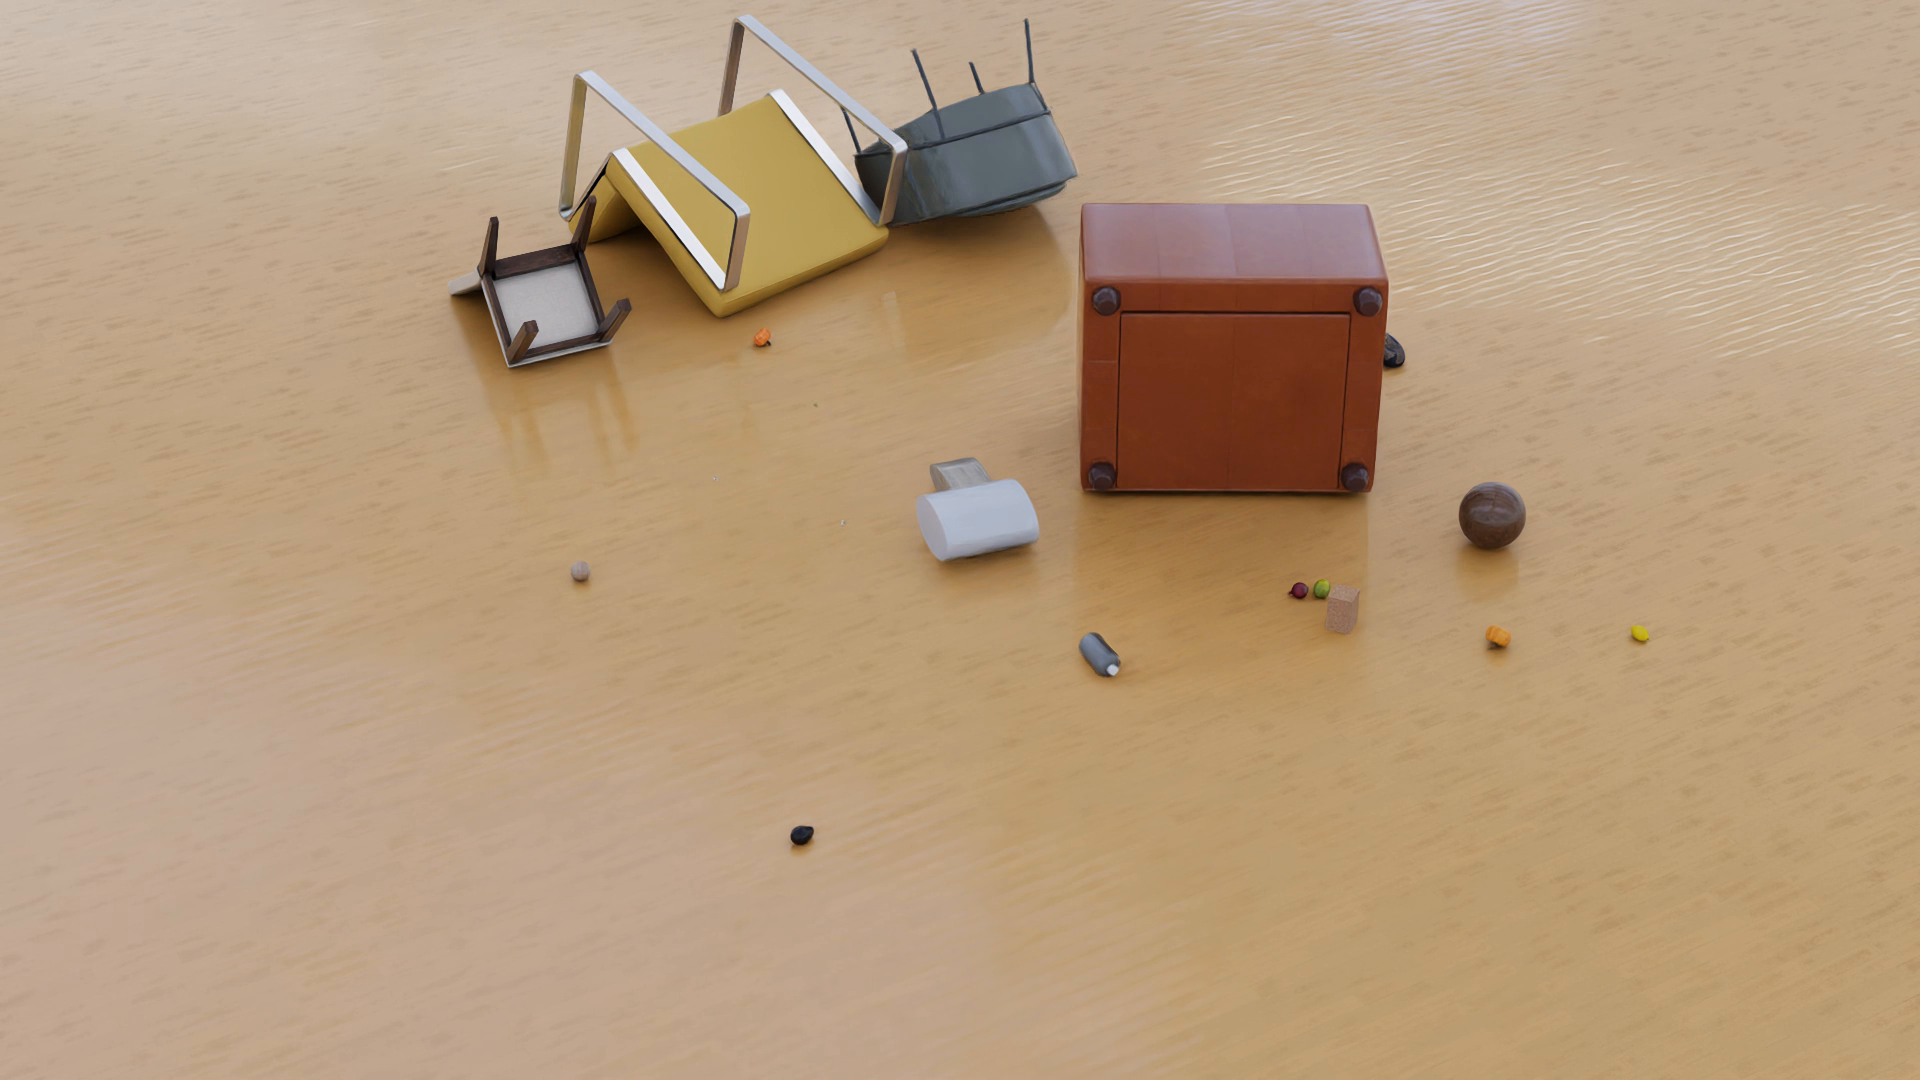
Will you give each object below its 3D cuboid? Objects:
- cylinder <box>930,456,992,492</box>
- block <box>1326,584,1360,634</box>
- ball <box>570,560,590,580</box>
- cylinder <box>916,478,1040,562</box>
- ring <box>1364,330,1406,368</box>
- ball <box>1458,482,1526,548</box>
[{"bbox_3d":[0.011,-0.216,11.168,0.163,0.114,0.308,-11,33,-16],"label":"cylinder"},{"bbox_3d":[1.363,0.246,10.444,0.088,0.139,0.091,14,36,20],"label":"block"},{"bbox_3d":[-1.386,0.113,10.706,0.074,0.074,0.074,0,33,0],"label":"ball"},{"bbox_3d":[0.064,-0.075,10.867,0.358,0.209,0.352,-11,31,-16],"label":"cylinder"},{"bbox_3d":[1.748,-0.788,12.085,0.144,0.062,0.270,-9,35,-16],"label":"ring"},{"bbox_3d":[1.971,-0.093,10.858,0.250,0.250,0.250,0,33,0],"label":"ball"}]
